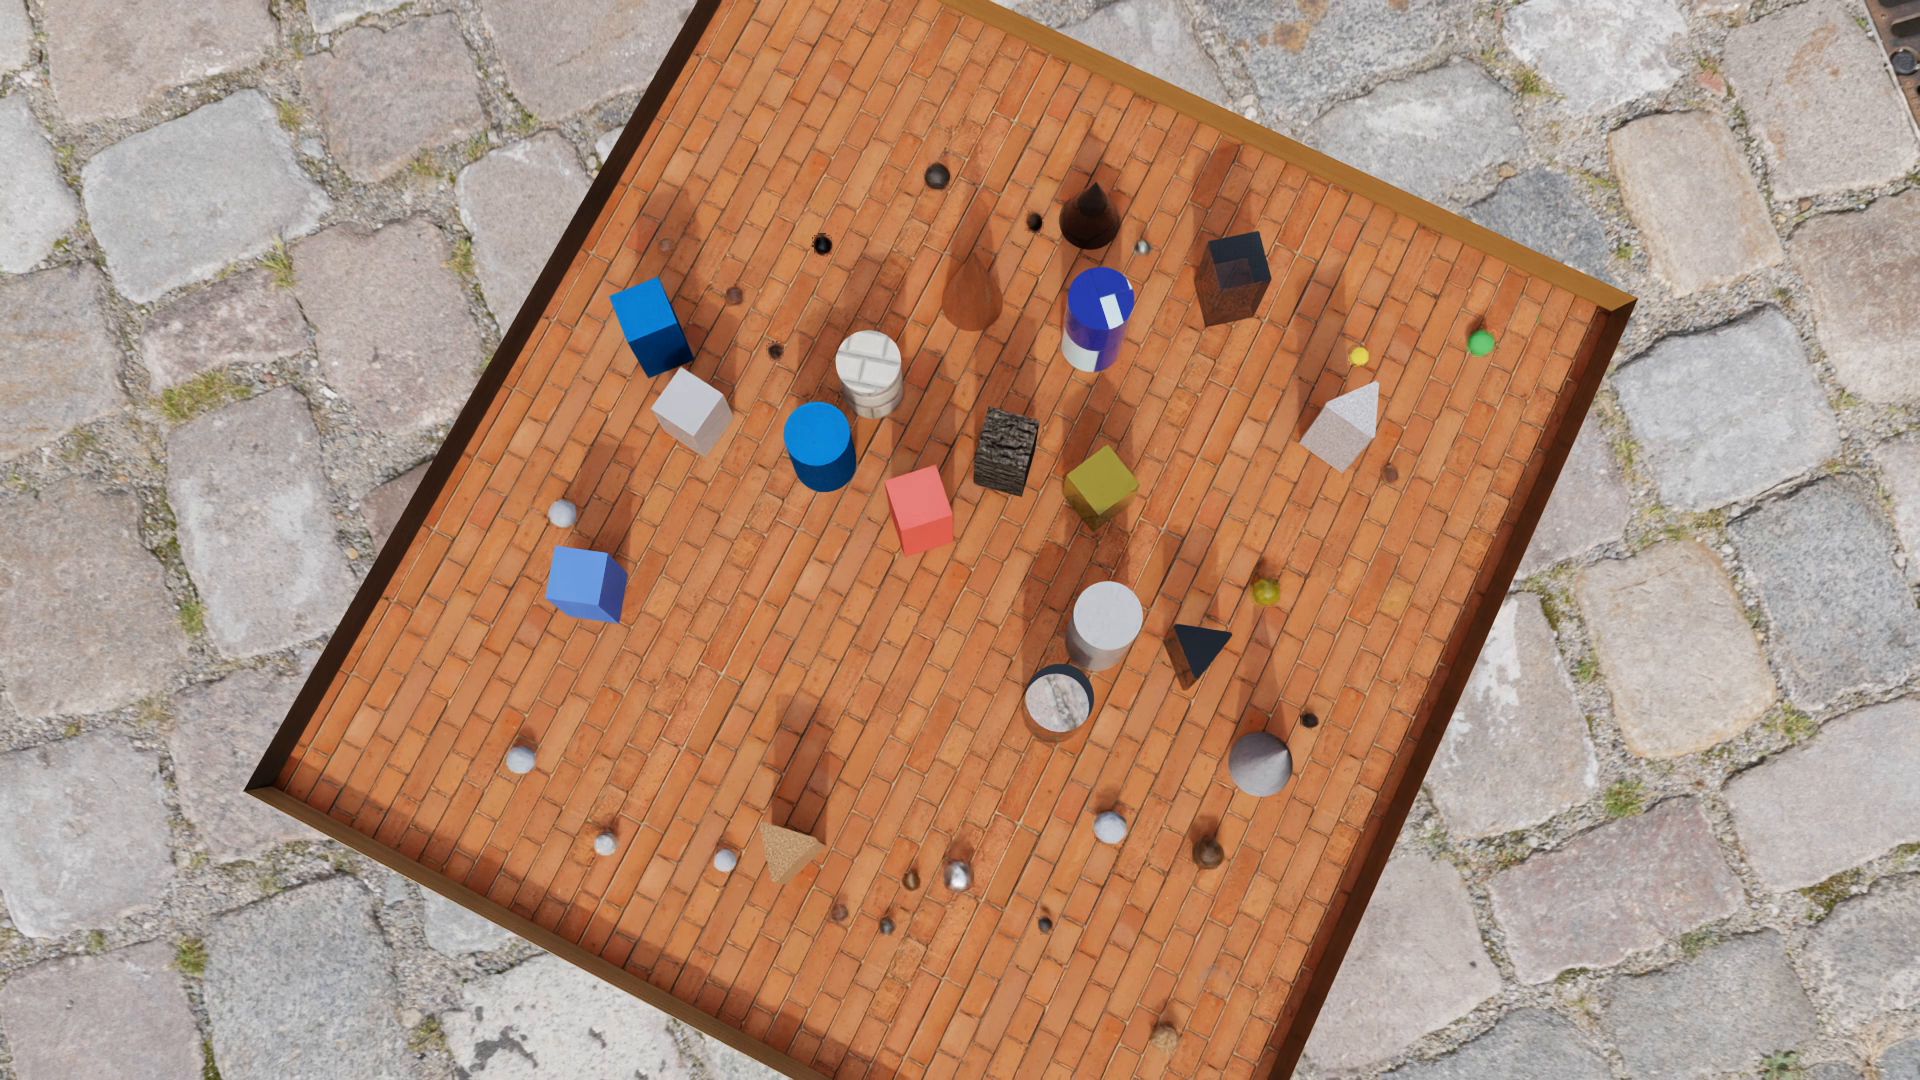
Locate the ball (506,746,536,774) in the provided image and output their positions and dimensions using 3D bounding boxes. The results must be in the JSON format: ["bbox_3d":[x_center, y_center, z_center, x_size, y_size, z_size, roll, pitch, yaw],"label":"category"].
[{"bbox_3d":[-1.303,0.653,5.439,0.083,0.083,0.083,0,78,0],"label":"ball"}]

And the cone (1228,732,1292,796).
[{"bbox_3d":[0.898,0.623,5.253,0.194,0.460,0.194,0,78,0],"label":"cone"}]

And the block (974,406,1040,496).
[{"bbox_3d":[0.137,-0.260,5.493,0.155,0.347,0.155,15,79,3],"label":"block"}]

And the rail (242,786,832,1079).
[{"bbox_3d":[-0.709,1.396,5.263,3.063,0.126,0.045,26,80,5],"label":"rail"}]

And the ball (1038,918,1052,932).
[{"bbox_3d":[0.250,1.127,5.361,0.045,0.045,0.045,0,78,0],"label":"ball"}]

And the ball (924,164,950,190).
[{"bbox_3d":[-0.072,-1.152,5.812,0.084,0.084,0.084,0,78,0],"label":"ball"}]

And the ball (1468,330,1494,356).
[{"bbox_3d":[1.621,-0.614,5.702,0.080,0.080,0.080,0,78,0],"label":"ball"}]

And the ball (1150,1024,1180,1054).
[{"bbox_3d":[0.590,1.435,5.277,0.084,0.084,0.084,0,78,0],"label":"ball"}]

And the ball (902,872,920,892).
[{"bbox_3d":[-0.142,1.003,5.381,0.054,0.054,0.054,0,78,0],"label":"ball"}]

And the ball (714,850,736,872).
[{"bbox_3d":[-0.691,0.943,5.387,0.067,0.067,0.067,0,78,0],"label":"ball"}]

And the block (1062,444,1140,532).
[{"bbox_3d":[0.423,-0.153,5.525,0.155,0.242,0.155,-37,81,-7],"label":"block"}]

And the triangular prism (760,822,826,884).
[{"bbox_3d":[-0.508,0.874,5.268,0.168,0.328,0.145,-43,81,-8],"label":"triangular prism"}]

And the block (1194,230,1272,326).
[{"bbox_3d":[0.830,-0.794,5.602,0.155,0.349,0.155,-12,79,-2],"label":"block"}]

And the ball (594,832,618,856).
[{"bbox_3d":[-1.043,0.895,5.396,0.069,0.069,0.069,0,78,0],"label":"ball"}]

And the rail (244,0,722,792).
[{"bbox_3d":[-1.349,-0.654,5.687,0.045,0.126,3.219,26,80,5],"label":"rail"}]

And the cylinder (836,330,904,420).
[{"bbox_3d":[-0.272,-0.500,5.571,0.194,0.291,0.194,0,78,0],"label":"cylinder"}]

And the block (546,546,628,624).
[{"bbox_3d":[-1.101,0.135,5.422,0.155,0.326,0.155,8,78,2],"label":"block"}]

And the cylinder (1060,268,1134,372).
[{"bbox_3d":[0.411,-0.661,5.540,0.194,0.418,0.194,0,78,0],"label":"cylinder"}]

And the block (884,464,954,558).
[{"bbox_3d":[-0.119,-0.082,5.436,0.155,0.386,0.155,-18,79,-4],"label":"block"}]

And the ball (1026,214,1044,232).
[{"bbox_3d":[0.234,-1.003,5.795,0.057,0.057,0.057,0,78,0],"label":"ball"}]

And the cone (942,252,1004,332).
[{"bbox_3d":[0.039,-0.795,5.552,0.194,0.449,0.194,0,78,0],"label":"cone"}]

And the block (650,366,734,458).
[{"bbox_3d":[-0.809,-0.384,5.563,0.155,0.261,0.155,33,80,6],"label":"block"}]

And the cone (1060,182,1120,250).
[{"bbox_3d":[0.411,-1.046,5.673,0.194,0.314,0.194,0,78,0],"label":"cone"}]

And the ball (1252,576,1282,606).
[{"bbox_3d":[0.927,0.156,5.539,0.088,0.088,0.088,0,78,0],"label":"ball"}]

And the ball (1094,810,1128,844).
[{"bbox_3d":[0.443,0.845,5.392,0.097,0.097,0.097,0,78,0],"label":"ball"}]

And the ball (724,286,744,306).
[{"bbox_3d":[-0.706,-0.763,5.743,0.062,0.062,0.062,0,78,0],"label":"ball"}]

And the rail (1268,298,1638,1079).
[{"bbox_3d":[1.349,0.667,5.413,0.045,0.126,3.219,26,80,5],"label":"rail"}]

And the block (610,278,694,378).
[{"bbox_3d":[-0.932,-0.641,5.563,0.155,0.363,0.155,-23,79,-5],"label":"block"}]

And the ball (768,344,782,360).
[{"bbox_3d":[-0.576,-0.587,5.715,0.046,0.046,0.046,0,78,0],"label":"ball"}]

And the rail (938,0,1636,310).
[{"bbox_3d":[0.709,-1.382,5.837,3.063,0.126,0.045,26,80,5],"label":"rail"}]

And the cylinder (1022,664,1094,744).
[{"bbox_3d":[0.283,0.480,5.346,0.194,0.335,0.194,0,78,0],"label":"cylinder"}]

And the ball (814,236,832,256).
[{"bbox_3d":[-0.433,-0.927,5.778,0.060,0.060,0.060,0,78,0],"label":"ball"}]

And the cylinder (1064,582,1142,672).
[{"bbox_3d":[0.413,0.256,5.333,0.194,0.452,0.194,0,78,0],"label":"cylinder"}]

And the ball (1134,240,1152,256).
[{"bbox_3d":[0.576,-0.919,5.768,0.052,0.052,0.052,0,78,0],"label":"ball"}]

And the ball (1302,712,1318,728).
[{"bbox_3d":[1.047,0.540,5.480,0.048,0.048,0.048,0,78,0],"label":"ball"}]

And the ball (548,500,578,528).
[{"bbox_3d":[-1.211,-0.081,5.590,0.085,0.085,0.085,0,78,0],"label":"ball"}]

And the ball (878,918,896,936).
[{"bbox_3d":[-0.212,1.131,5.357,0.050,0.050,0.050,0,78,0],"label":"ball"}]

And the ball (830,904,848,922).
[{"bbox_3d":[-0.353,1.092,5.364,0.052,0.052,0.052,0,78,0],"label":"ball"}]

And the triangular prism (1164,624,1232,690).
[{"bbox_3d":[0.673,0.318,5.402,0.145,0.291,0.168,38,81,7],"label":"triangular prism"}]

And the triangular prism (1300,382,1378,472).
[{"bbox_3d":[1.160,-0.356,5.475,0.168,0.422,0.145,36,81,7],"label":"triangular prism"}]

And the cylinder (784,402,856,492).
[{"bbox_3d":[-0.417,-0.276,5.502,0.194,0.336,0.194,0,78,0],"label":"cylinder"}]

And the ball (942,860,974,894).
[{"bbox_3d":[-0.005,0.987,5.364,0.094,0.094,0.094,0,78,0],"label":"ball"}]

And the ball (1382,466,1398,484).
[{"bbox_3d":[1.322,-0.200,5.631,0.052,0.052,0.052,0,78,0],"label":"ball"}]

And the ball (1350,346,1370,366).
[{"bbox_3d":[1.245,-0.573,5.706,0.057,0.057,0.057,0,78,0],"label":"ball"}]

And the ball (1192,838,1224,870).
[{"bbox_3d":[0.729,0.922,5.378,0.094,0.094,0.094,0,78,0],"label":"ball"}]
